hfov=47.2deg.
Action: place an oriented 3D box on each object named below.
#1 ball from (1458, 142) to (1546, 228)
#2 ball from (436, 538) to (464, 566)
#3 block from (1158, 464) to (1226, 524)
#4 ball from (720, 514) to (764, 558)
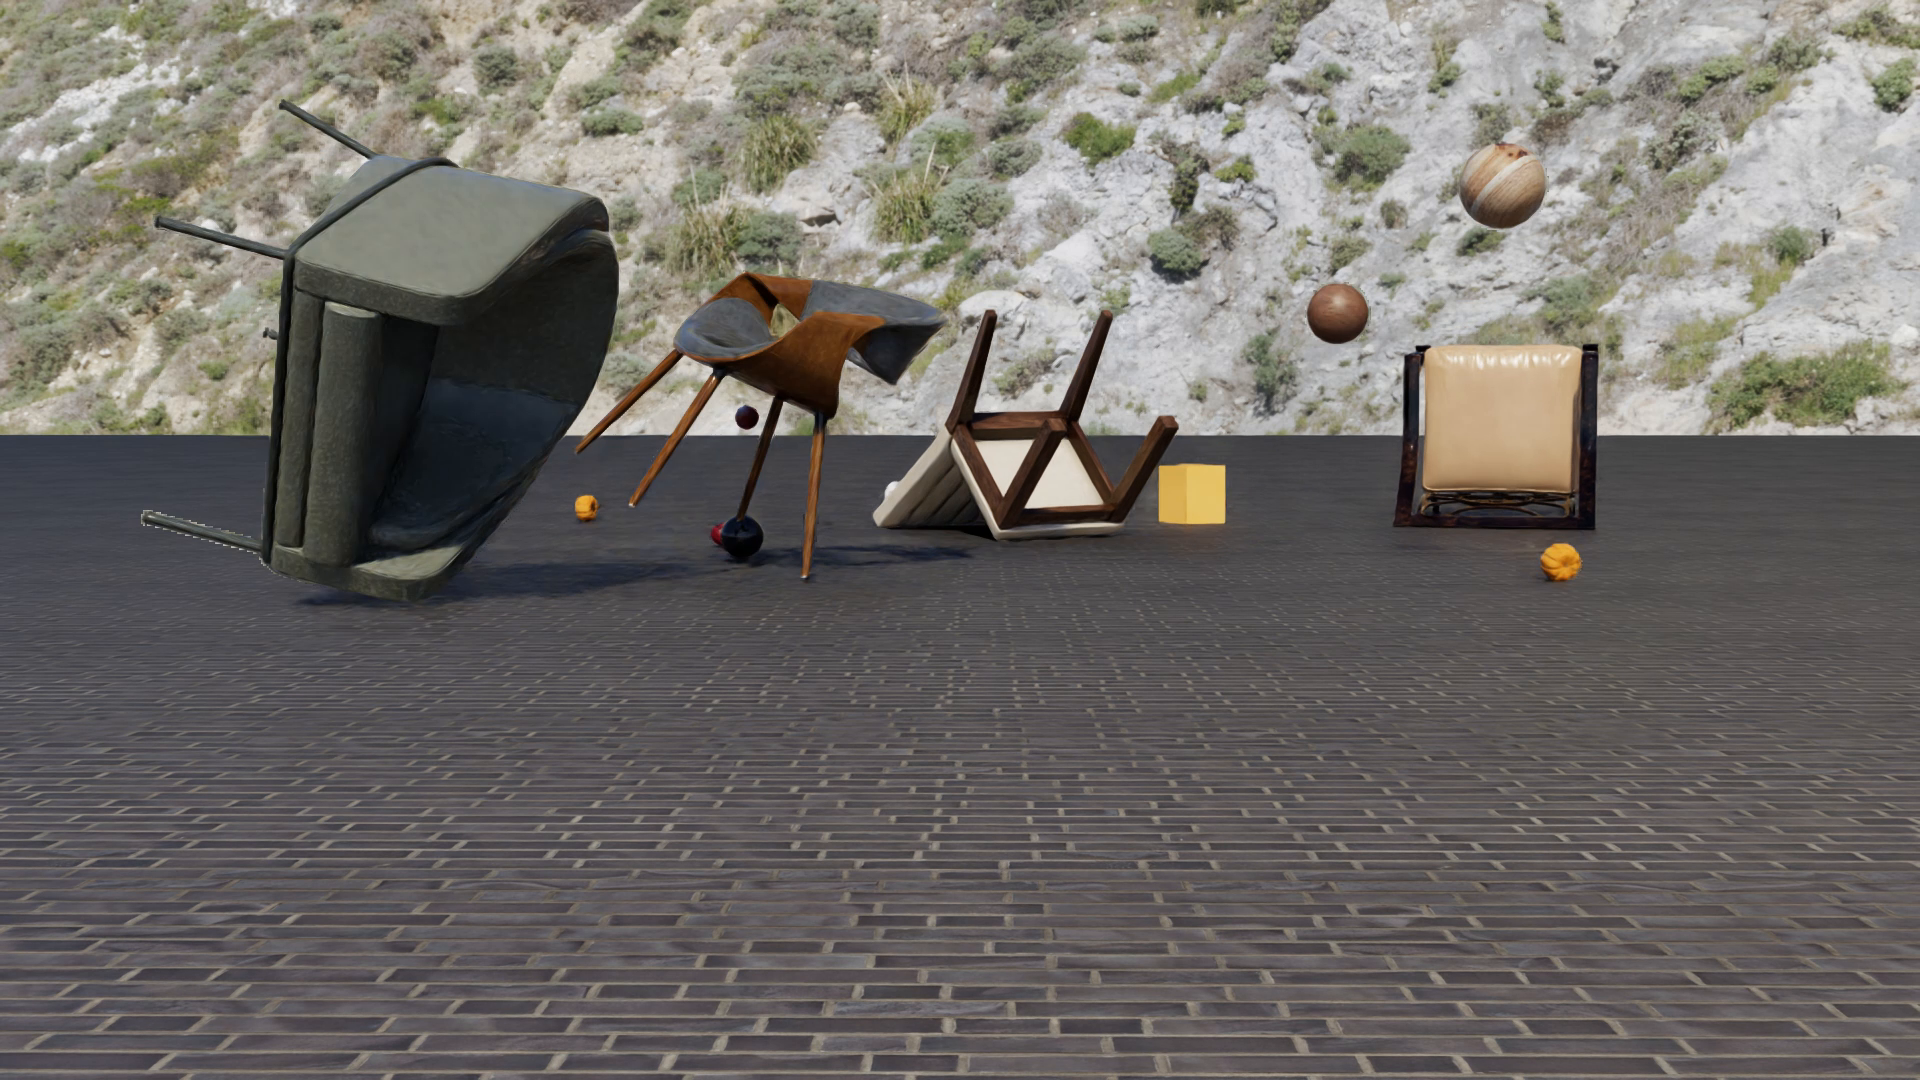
[{"bbox_3d":[1.157,-0.756,4.691,0.182,0.182,0.182,0,4,0],"label":"ball"},{"bbox_3d":[-1.291,0.031,5.569,0.072,0.072,0.072,0,4,0],"label":"ball"},{"bbox_3d":[0.780,-0.155,7.405,0.157,0.192,0.165,-2,4,-29],"label":"block"},{"bbox_3d":[-0.580,-0.010,5.860,0.115,0.115,0.115,0,4,0],"label":"ball"}]
